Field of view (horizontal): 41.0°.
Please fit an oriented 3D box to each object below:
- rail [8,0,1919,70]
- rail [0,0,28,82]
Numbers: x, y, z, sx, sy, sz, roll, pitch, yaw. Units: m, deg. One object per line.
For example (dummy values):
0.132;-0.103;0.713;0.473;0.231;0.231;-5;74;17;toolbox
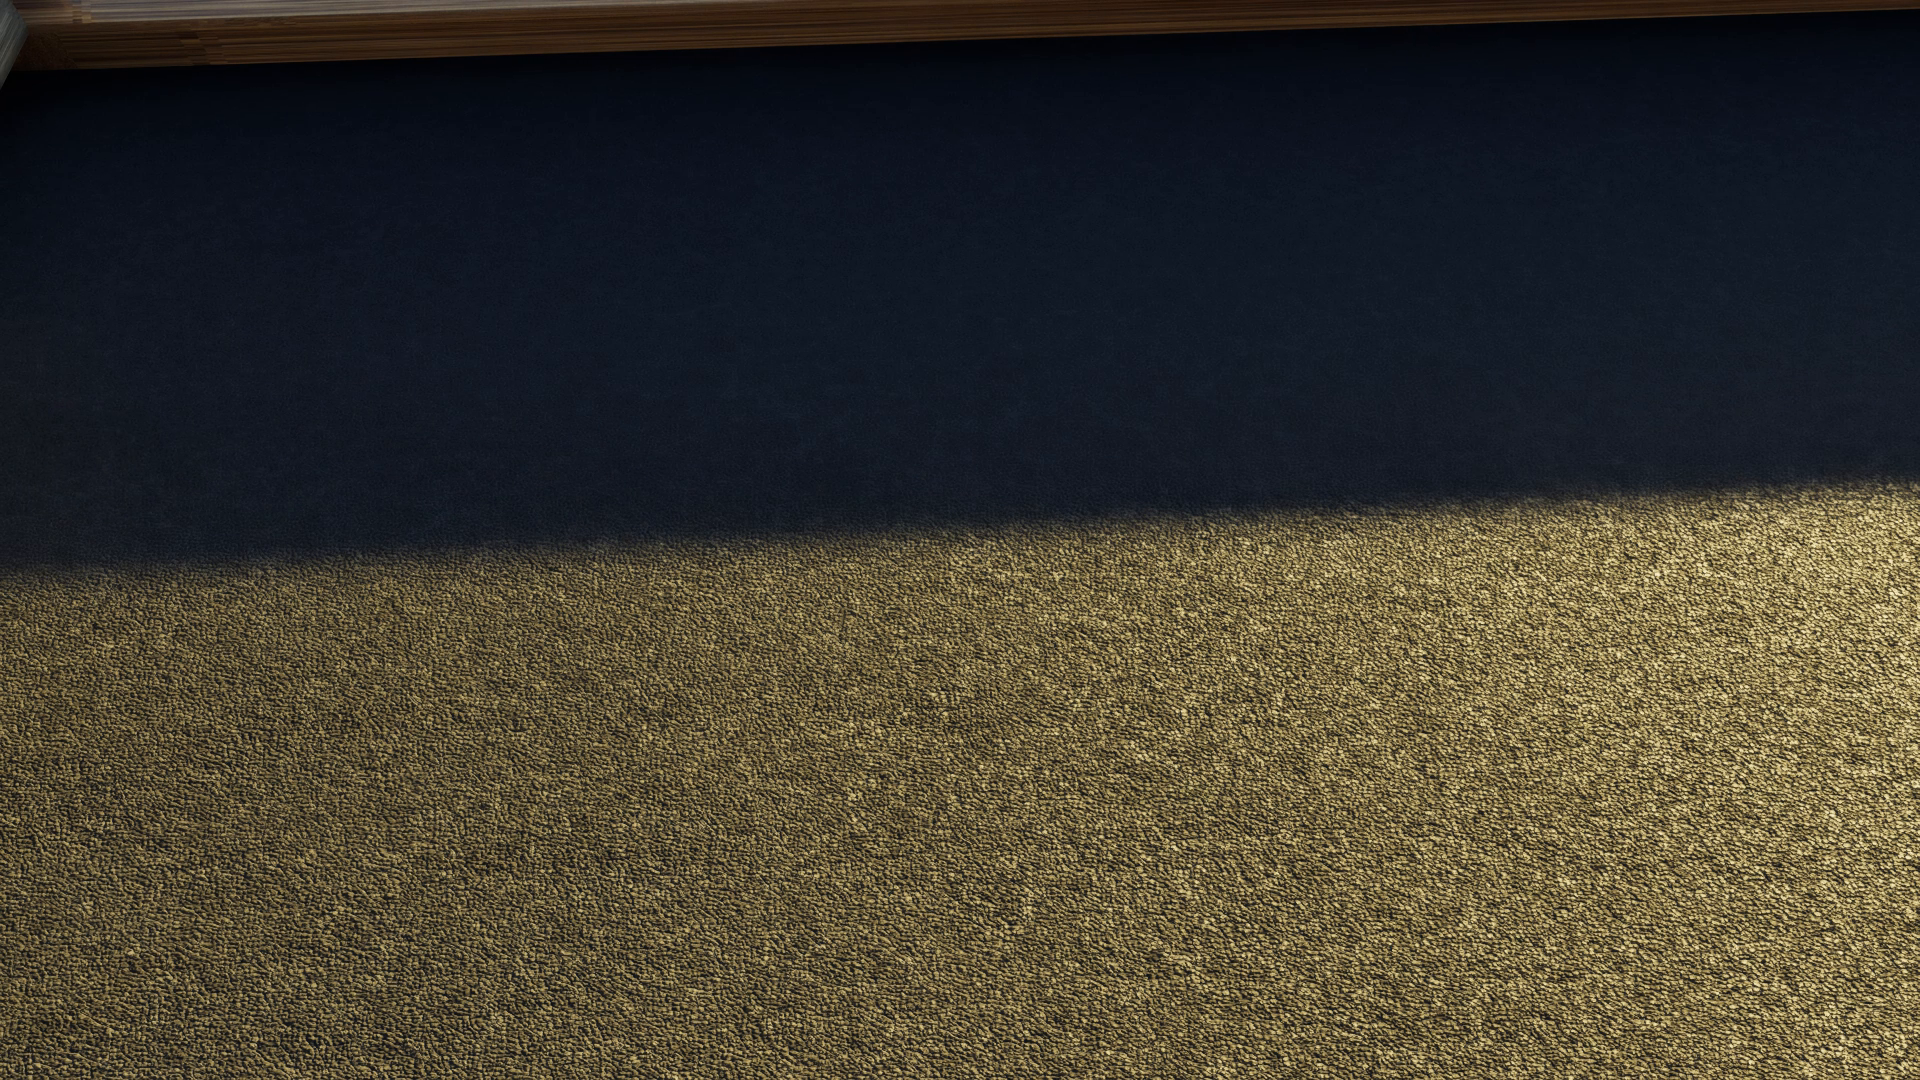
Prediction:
0.734;-0.527;2.345;3.193;0.117;0.045;-3;36;-4;rail
-0.772;0.018;1.593;0.045;0.117;1.670;-3;36;-4;rail
